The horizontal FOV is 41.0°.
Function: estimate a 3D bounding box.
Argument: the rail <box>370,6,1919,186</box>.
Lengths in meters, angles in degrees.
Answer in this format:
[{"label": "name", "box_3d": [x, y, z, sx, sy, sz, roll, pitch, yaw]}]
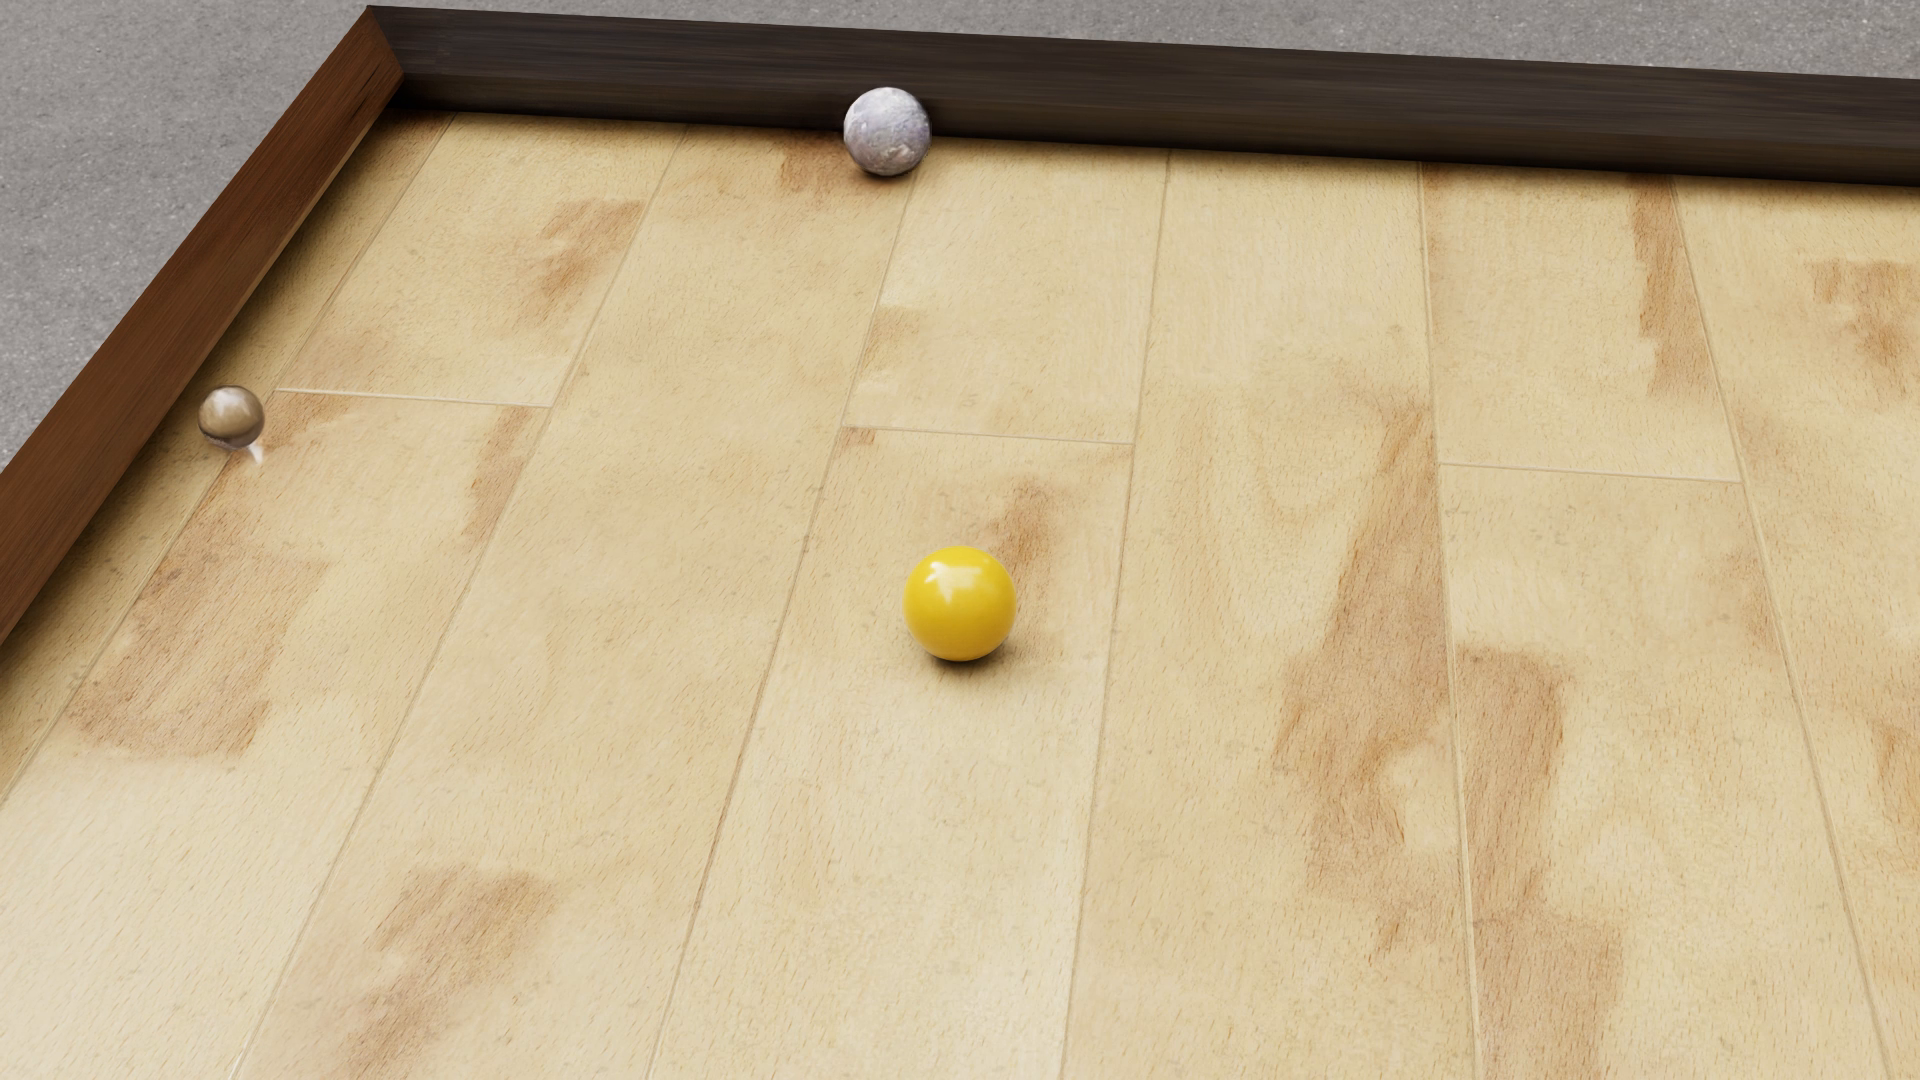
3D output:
[{"label": "rail", "box_3d": [0.793, -0.397, 2.515, 2.831, 0.113, 0.045, 4, 35, 6]}]

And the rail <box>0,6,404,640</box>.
[{"label": "rail", "box_3d": [-0.679, -0.062, 2.026, 0.045, 0.113, 1.572, 4, 35, 6]}]

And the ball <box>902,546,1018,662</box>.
[{"label": "ball", "box_3d": [0.000, 0.047, 1.893, 0.086, 0.086, 0.086, 0, 34, 0]}]

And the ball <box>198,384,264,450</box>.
[{"label": "ball", "box_3d": [-0.607, -0.102, 2.139, 0.054, 0.054, 0.054, 0, 34, 0]}]

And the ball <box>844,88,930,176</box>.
[{"label": "ball", "box_3d": [-0.073, -0.407, 2.554, 0.087, 0.087, 0.087, 0, 34, 0]}]
